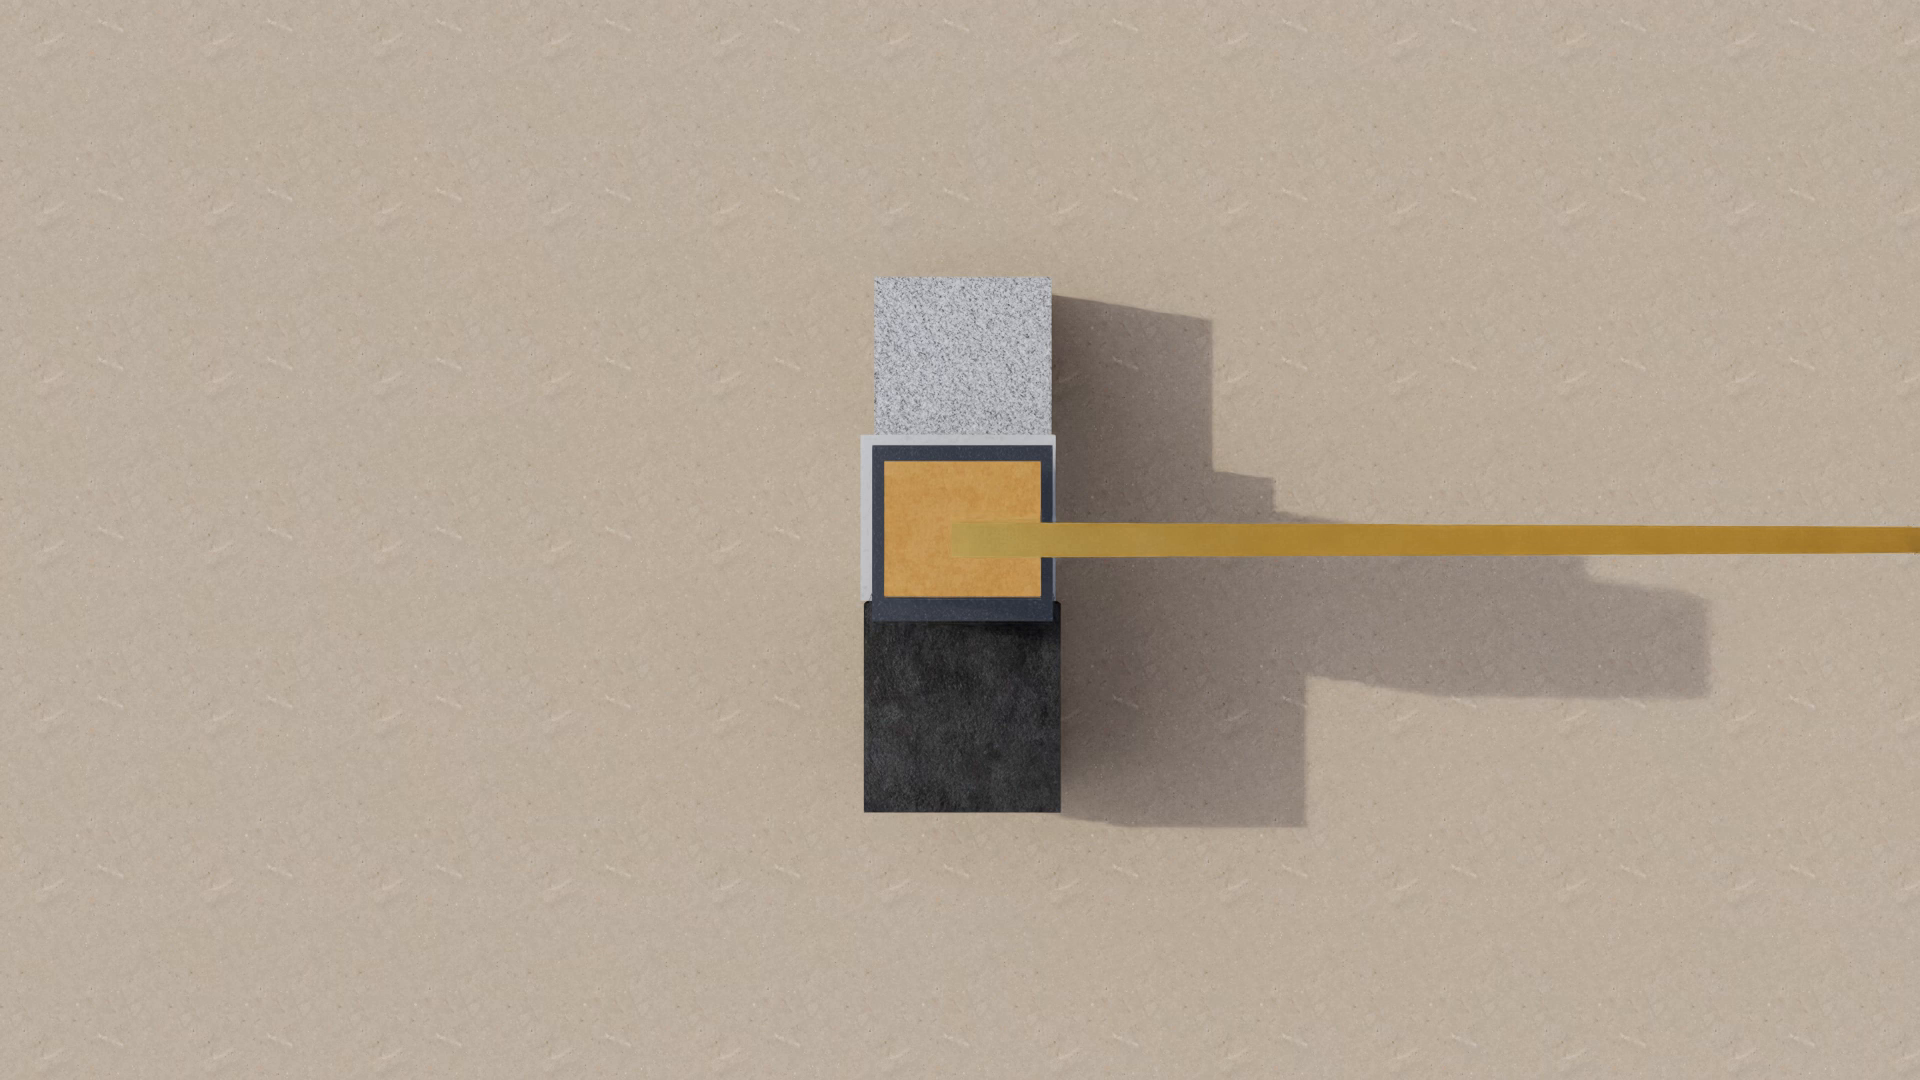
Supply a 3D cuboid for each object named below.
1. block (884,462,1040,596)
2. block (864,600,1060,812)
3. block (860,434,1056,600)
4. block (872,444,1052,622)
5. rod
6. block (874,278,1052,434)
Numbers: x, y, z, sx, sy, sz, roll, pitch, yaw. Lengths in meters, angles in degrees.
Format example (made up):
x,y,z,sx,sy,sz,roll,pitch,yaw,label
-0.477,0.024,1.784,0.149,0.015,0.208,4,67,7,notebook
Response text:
x,y,z,sx,sy,sz,roll,pitch,yaw,label
0.012,-0.041,9.992,0.688,0.660,0.594,0,89,0,block
0.012,0.898,12.380,1.054,1.239,1.119,0,90,0,block
-0.010,-0.120,12.448,1.054,1.104,0.898,0,90,0,block
0.011,-0.025,10.686,0.848,0.729,0.827,0,89,0,block
2.234,0.000,6.322,5.200,0.080,0.080,0,90,-31,rod
0.016,-1.018,12.595,0.982,0.811,0.879,0,90,0,block
